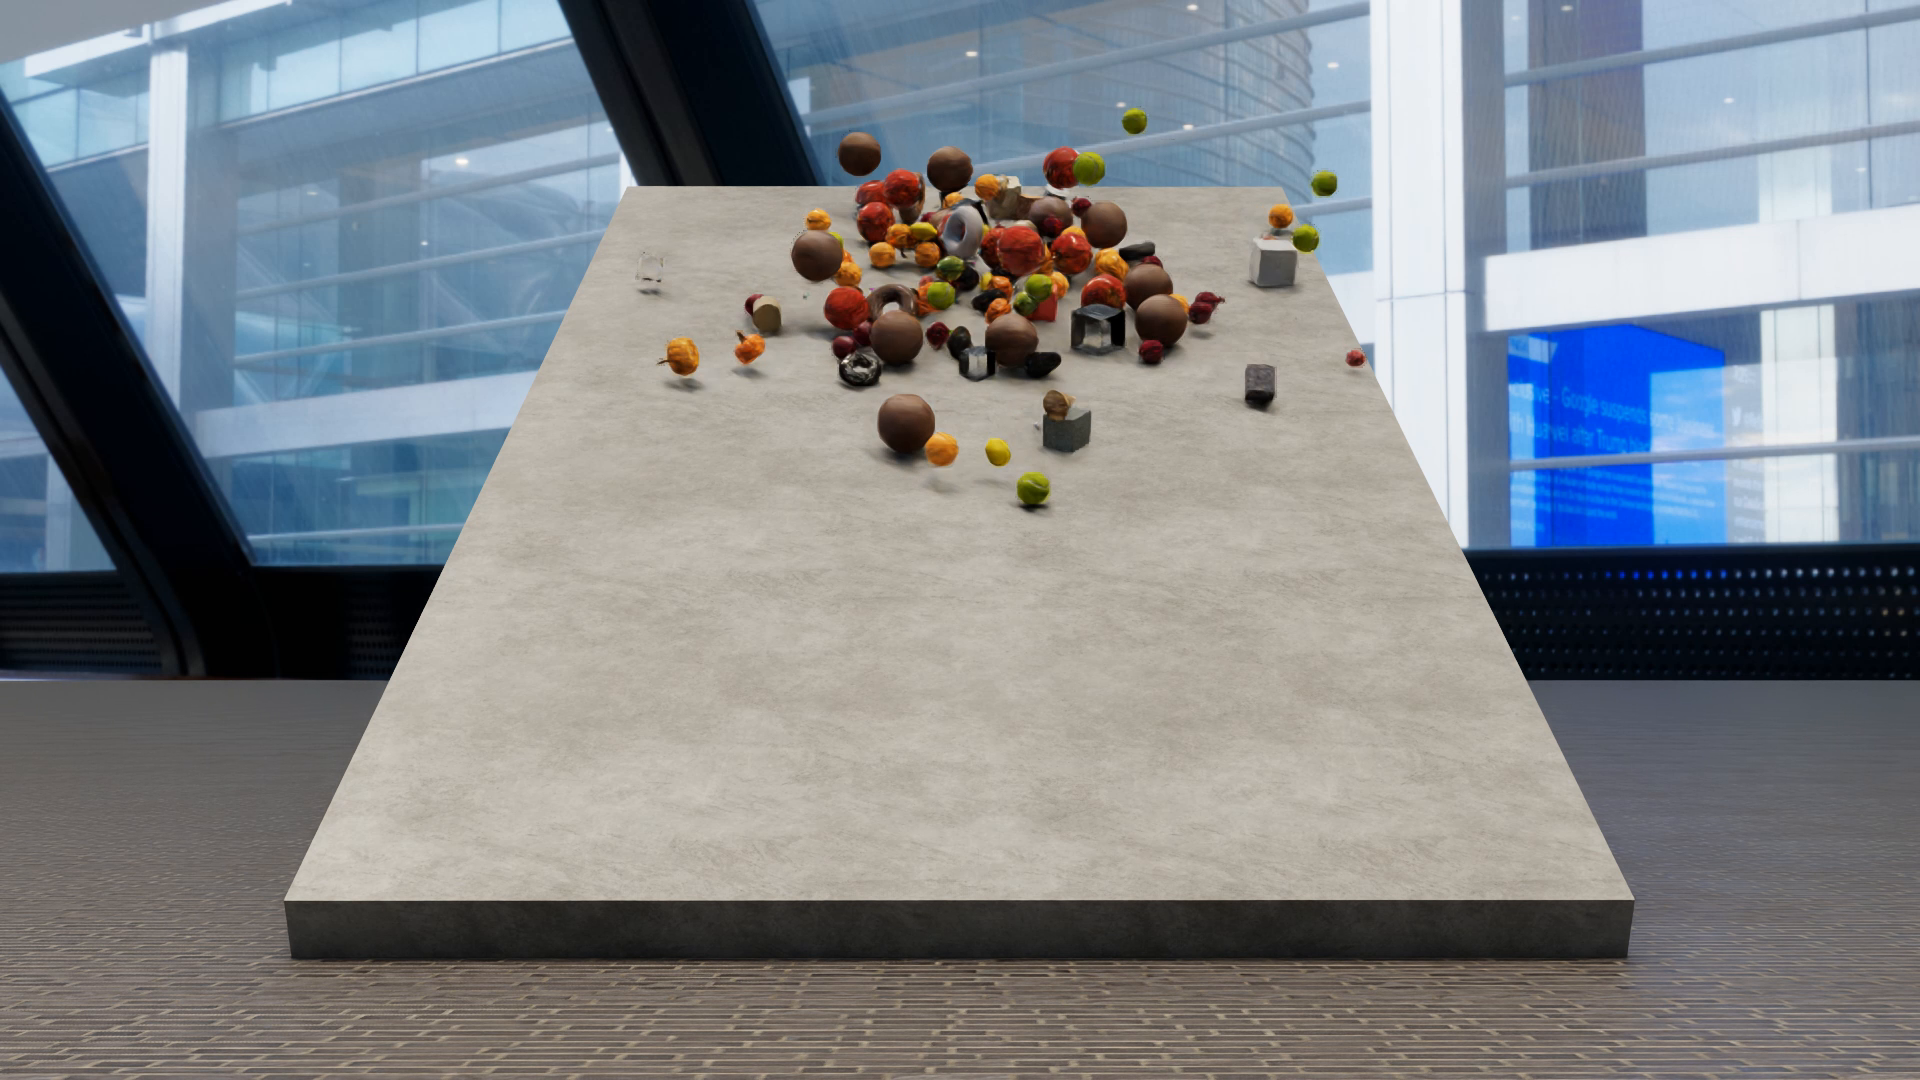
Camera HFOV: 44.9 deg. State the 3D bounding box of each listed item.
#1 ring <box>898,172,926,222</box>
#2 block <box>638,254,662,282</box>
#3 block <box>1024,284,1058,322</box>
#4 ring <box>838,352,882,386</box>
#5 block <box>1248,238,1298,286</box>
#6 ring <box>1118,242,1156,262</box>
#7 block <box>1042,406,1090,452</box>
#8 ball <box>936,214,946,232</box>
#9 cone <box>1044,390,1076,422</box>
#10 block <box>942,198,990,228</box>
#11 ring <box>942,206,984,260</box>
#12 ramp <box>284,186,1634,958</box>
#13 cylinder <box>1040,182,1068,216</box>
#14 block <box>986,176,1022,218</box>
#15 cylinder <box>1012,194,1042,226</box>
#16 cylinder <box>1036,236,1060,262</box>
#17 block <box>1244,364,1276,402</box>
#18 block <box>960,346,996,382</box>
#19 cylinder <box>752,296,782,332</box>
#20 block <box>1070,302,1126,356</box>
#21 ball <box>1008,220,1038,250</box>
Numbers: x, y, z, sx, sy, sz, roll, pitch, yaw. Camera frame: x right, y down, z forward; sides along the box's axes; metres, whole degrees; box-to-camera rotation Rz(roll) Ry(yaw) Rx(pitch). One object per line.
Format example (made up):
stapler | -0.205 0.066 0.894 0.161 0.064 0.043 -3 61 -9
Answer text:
ring | -0.138 -0.989 6.704 0.050 0.150 0.150 13 -1 12
block | -0.816 -0.717 6.123 0.058 0.058 0.058 7 9 -10
block | 0.208 -0.608 5.935 0.075 0.075 0.075 3 24 6
ring | -0.236 -0.402 5.483 0.102 0.102 0.034 0 -43 -7
block | 0.835 -0.740 6.200 0.099 0.099 0.099 1 23 -8
ring | 0.485 -0.791 6.375 0.108 0.036 0.108 -12 10 2
block | 0.235 -0.246 5.113 0.076 0.076 0.076 15 28 31
ball | -0.037 -0.903 6.613 0.059 0.059 0.059 0 -3 0
cone | 0.231 -0.302 5.070 0.070 0.070 0.070 -3 14 46
block | 0.017 -0.907 6.562 0.081 0.081 0.081 -33 27 -23
ring | 0.009 -0.801 6.064 0.048 0.144 0.144 13 -11 -38
ramp | -0.008 -0.228 5.289 2.000 0.100 4.000 0 24 0
cylinder | 0.275 -0.998 6.804 0.069 0.069 0.069 12 38 -10
block | 0.127 -1.005 6.805 0.093 0.093 0.093 -3 29 -7
cylinder | 0.191 -0.939 6.598 0.074 0.074 0.074 10 15 -3
cylinder | 0.242 -0.799 6.391 0.057 0.057 0.057 0 25 -4
block | 0.692 -0.363 5.361 0.064 0.064 0.064 2 -16 1
block | 0.043 -0.420 5.527 0.061 0.061 0.061 -20 31 -38
cylinder | -0.485 -0.568 5.843 0.073 0.073 0.073 0 23 -7
block | 0.339 -0.517 5.705 0.095 0.095 0.095 21 31 39
ball | 0.176 -0.845 6.427 0.084 0.084 0.084 0 -3 0
